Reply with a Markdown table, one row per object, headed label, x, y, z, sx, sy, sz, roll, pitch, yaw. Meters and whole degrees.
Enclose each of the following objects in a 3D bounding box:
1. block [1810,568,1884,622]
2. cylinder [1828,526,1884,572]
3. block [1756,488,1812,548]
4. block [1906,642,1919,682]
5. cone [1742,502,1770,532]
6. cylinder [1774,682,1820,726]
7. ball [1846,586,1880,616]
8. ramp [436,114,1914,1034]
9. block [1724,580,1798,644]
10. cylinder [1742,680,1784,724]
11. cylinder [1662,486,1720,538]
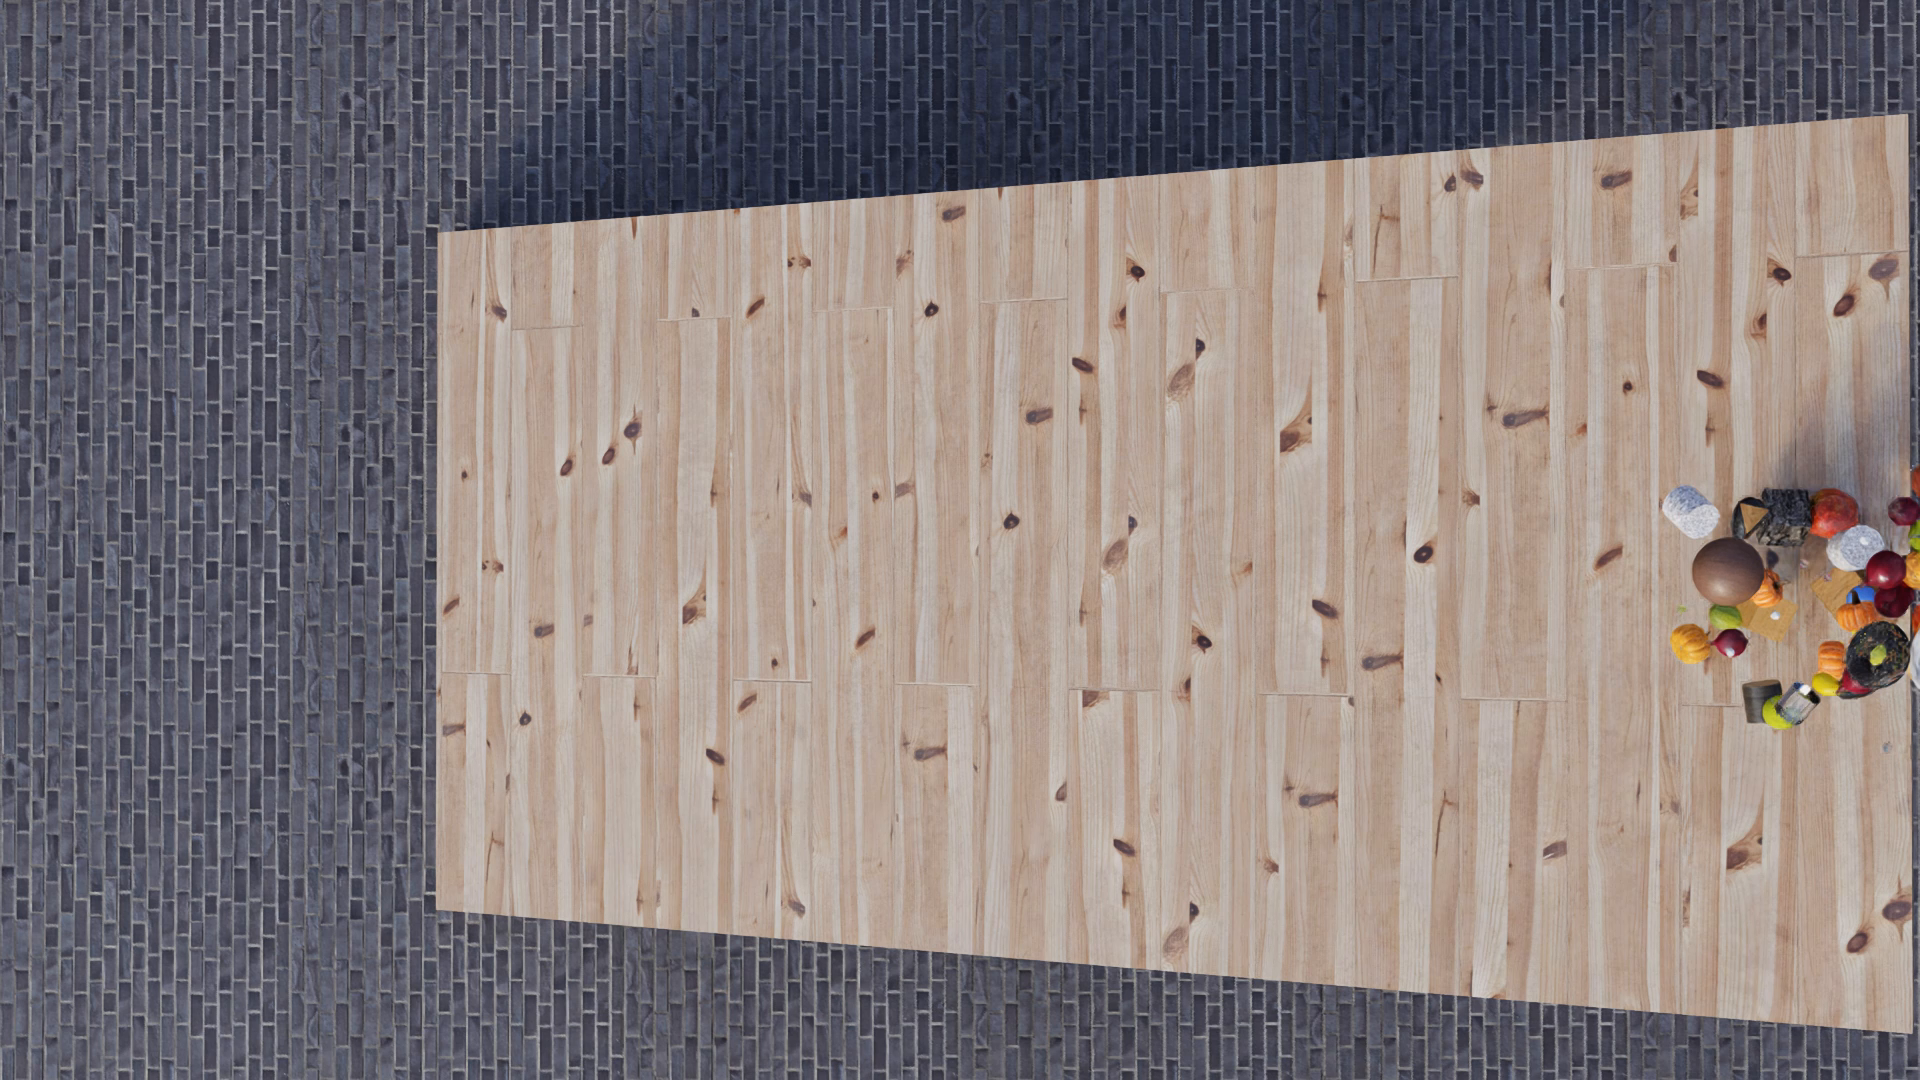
| label | x | y | z | sx | sy | sz | roll | pitch | yaw |
| --- | --- | --- | --- | --- | --- | --- | --- | --- | --- |
| block | 1.928 | 0.105 | 4.784 | 0.096 | 0.096 | 0.096 | -43 | 72 | 29 |
| cylinder | 1.716 | 0.016 | 4.214 | 0.082 | 0.082 | 0.082 | 0 | 86 | 5 |
| block | 1.802 | -0.049 | 4.815 | 0.092 | 0.092 | 0.092 | 3 | 61 | 6 |
| block | 1.759 | 0.218 | 3.983 | 0.067 | 0.067 | 0.067 | -15 | 64 | -37 |
| cone | 1.527 | -0.037 | 4.248 | 0.056 | 0.056 | 0.056 | 18 | 101 | 0 |
| cylinder | 1.639 | 0.320 | 4.304 | 0.060 | 0.060 | 0.060 | 29 | 121 | 0 |
| ball | 1.837 | 0.123 | 4.474 | 0.062 | 0.062 | 0.062 | 0 | 89 | 0 |
| ramp | 0.281 | 0.081 | 5.685 | 4.000 | 0.100 | 2.000 | 0 | 89 | 25 |
| block | 1.753 | 0.157 | 4.813 | 0.092 | 0.092 | 0.092 | 22 | 97 | -18 |
| cylinder | 1.673 | 0.337 | 4.577 | 0.077 | 0.077 | 0.077 | -9 | 92 | 0 |
| cylinder | 1.475 | -0.057 | 4.438 | 0.080 | 0.080 | 0.080 | -8 | 123 | -13 |
